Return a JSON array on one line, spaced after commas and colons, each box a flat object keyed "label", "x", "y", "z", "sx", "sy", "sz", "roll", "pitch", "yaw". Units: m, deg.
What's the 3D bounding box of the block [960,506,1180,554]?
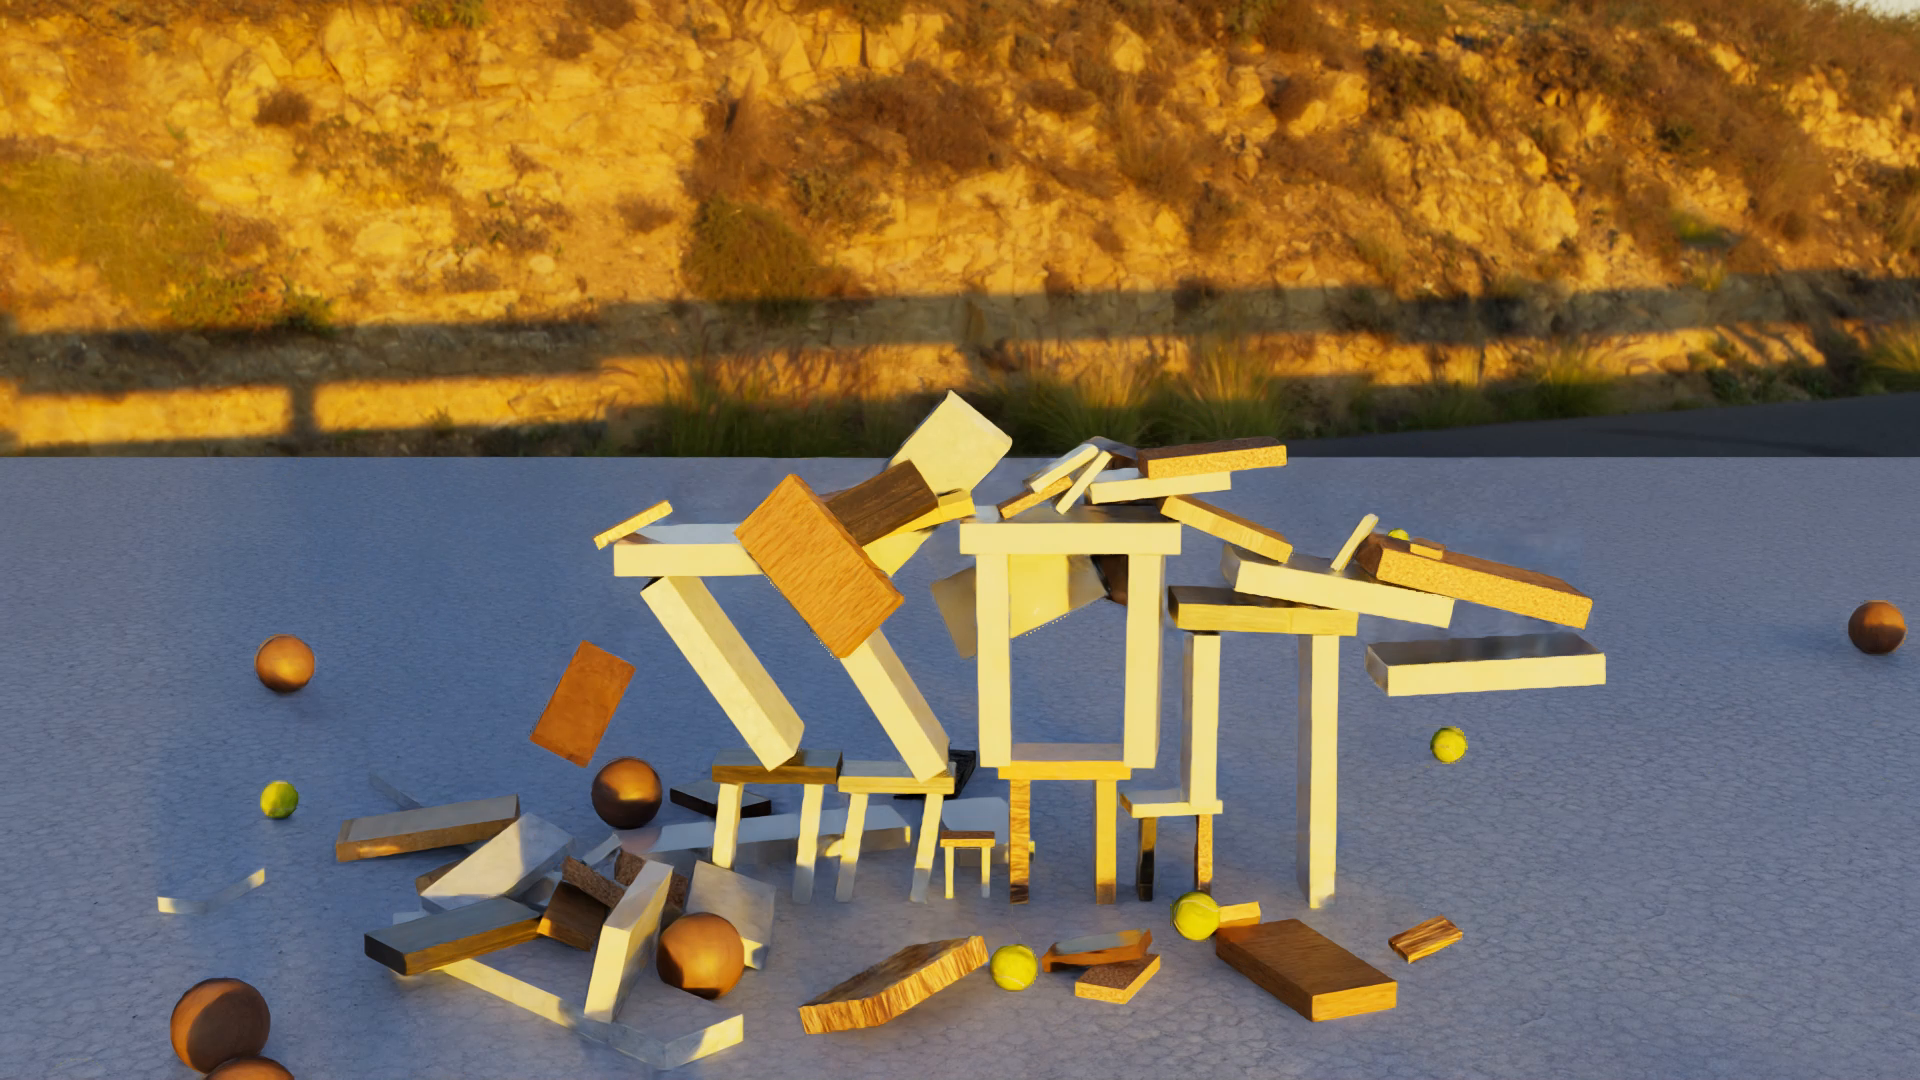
[{"label": "block", "x": 0.174, "y": -0.018, "z": 3.557, "sx": 0.348, "sy": 0.049, "sz": 0.174, "roll": 0, "pitch": 10, "yaw": 0}]

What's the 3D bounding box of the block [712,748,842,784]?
[{"label": "block", "x": -0.301, "y": 0.373, "z": 3.633, "sx": 0.203, "sy": 0.029, "sz": 0.102, "roll": 1, "pitch": 11, "yaw": 3}]

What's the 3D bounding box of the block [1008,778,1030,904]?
[{"label": "block", "x": 0.098, "y": 0.484, "z": 3.652, "sx": 0.030, "sy": 0.214, "sz": 0.107, "roll": 0, "pitch": 10, "yaw": 0}]

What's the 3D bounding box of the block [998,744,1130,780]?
[{"label": "block", "x": 0.171, "y": 0.364, "z": 3.627, "sx": 0.214, "sy": 0.030, "sz": 0.107, "roll": 0, "pitch": 10, "yaw": 1}]

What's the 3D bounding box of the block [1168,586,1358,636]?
[{"label": "block", "x": 0.489, "y": 0.114, "z": 3.574, "sx": 0.286, "sy": 0.041, "sz": 0.143, "roll": 2, "pitch": 10, "yaw": -2}]

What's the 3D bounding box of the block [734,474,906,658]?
[{"label": "block", "x": -0.220, "y": 0.040, "z": 3.410, "sx": 0.265, "sy": 0.132, "sz": 0.037, "roll": 49, "pitch": 15, "yaw": 16}]

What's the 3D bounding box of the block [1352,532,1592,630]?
[{"label": "block", "x": 0.829, "y": 0.062, "z": 3.577, "sx": 0.348, "sy": 0.049, "sz": 0.174, "roll": 14, "pitch": 10, "yaw": -4}]

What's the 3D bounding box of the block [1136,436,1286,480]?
[{"label": "block", "x": 0.401, "y": -0.132, "z": 3.515, "sx": 0.220, "sy": 0.031, "sz": 0.110, "roll": -6, "pitch": 12, "yaw": -3}]

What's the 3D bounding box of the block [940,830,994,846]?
[{"label": "block", "x": 0.013, "y": 0.496, "z": 3.649, "sx": 0.090, "sy": 0.013, "sz": 0.045, "roll": 0, "pitch": 11, "yaw": 0}]

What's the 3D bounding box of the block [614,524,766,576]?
[{"label": "block", "x": -0.367, "y": 0.015, "z": 3.570, "sx": 0.356, "sy": 0.050, "sz": 0.178, "roll": -1, "pitch": 10, "yaw": 2}]

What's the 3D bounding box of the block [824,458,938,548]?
[{"label": "block", "x": -0.133, "y": -0.051, "z": 3.484, "sx": 0.177, "sy": 0.089, "sz": 0.025, "roll": -28, "pitch": -26, "yaw": -13}]

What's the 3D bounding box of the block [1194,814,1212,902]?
[{"label": "block", "x": 0.405, "y": 0.515, "z": 3.657, "sx": 0.021, "sy": 0.151, "sz": 0.076, "roll": 0, "pitch": 11, "yaw": 2}]

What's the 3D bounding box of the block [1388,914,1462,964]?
[{"label": "block", "x": 0.718, "y": 0.615, "z": 3.394, "sx": 0.101, "sy": 0.014, "sz": 0.050, "roll": -20, "pitch": 31, "yaw": -20}]

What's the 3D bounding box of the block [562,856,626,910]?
[{"label": "block", "x": -0.562, "y": 0.545, "z": 3.440, "sx": 0.133, "sy": 0.019, "sz": 0.067, "roll": 35, "pitch": 1, "yaw": -17}]

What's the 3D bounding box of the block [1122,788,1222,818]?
[{"label": "block", "x": 0.349, "y": 0.433, "z": 3.627, "sx": 0.151, "sy": 0.021, "sz": 0.076, "roll": -2, "pitch": 11, "yaw": -10}]

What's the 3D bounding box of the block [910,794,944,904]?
[{"label": "block", "x": -0.054, "y": 0.497, "z": 3.651, "sx": 0.027, "sy": 0.187, "sz": 0.094, "roll": 9, "pitch": 11, "yaw": 0}]

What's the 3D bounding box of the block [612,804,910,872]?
[{"label": "block", "x": -0.350, "y": 0.529, "z": 3.890, "sx": 0.507, "sy": 0.039, "sz": 0.137, "roll": -3, "pitch": 11, "yaw": -18}]

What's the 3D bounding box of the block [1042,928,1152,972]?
[{"label": "block", "x": 0.208, "y": 0.621, "z": 3.331, "sx": 0.154, "sy": 0.022, "sz": 0.077, "roll": -13, "pitch": 5, "yaw": 20}]

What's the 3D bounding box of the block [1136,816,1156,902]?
[{"label": "block", "x": 0.310, "y": 0.515, "z": 3.656, "sx": 0.021, "sy": 0.151, "sz": 0.076, "roll": 2, "pitch": 11, "yaw": 0}]

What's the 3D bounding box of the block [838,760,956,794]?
[{"label": "block", "x": -0.102, "y": 0.391, "z": 3.631, "sx": 0.187, "sy": 0.027, "sz": 0.094, "roll": 1, "pitch": 11, "yaw": 3}]

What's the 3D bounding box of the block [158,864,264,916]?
[{"label": "block", "x": -1.242, "y": 0.581, "z": 3.653, "sx": 0.085, "sy": 0.024, "sz": 0.170, "roll": 3, "pitch": 11, "yaw": 15}]

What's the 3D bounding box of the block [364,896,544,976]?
[{"label": "block", "x": -0.762, "y": 0.597, "z": 3.325, "sx": 0.238, "sy": 0.034, "sz": 0.119, "roll": -10, "pitch": 14, "yaw": -43}]

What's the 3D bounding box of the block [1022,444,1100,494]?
[{"label": "block", "x": 0.160, "y": -0.115, "z": 3.513, "sx": 0.121, "sy": 0.017, "sz": 0.060, "roll": -32, "pitch": 11, "yaw": -8}]

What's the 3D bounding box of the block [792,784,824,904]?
[{"label": "block", "x": -0.251, "y": 0.489, "z": 3.650, "sx": 0.029, "sy": 0.203, "sz": 0.102, "roll": 6, "pitch": 10, "yaw": -2}]

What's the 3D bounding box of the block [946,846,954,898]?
[{"label": "block", "x": -0.017, "y": 0.546, "z": 3.659, "sx": 0.013, "sy": 0.090, "sz": 0.045, "roll": 0, "pitch": 11, "yaw": 0}]

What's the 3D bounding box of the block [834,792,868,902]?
[{"label": "block", "x": -0.179, "y": 0.497, "z": 3.652, "sx": 0.027, "sy": 0.187, "sz": 0.094, "roll": 9, "pitch": 10, "yaw": -2}]

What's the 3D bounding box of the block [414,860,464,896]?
[{"label": "block", "x": -0.790, "y": 0.551, "z": 3.653, "sx": 0.207, "sy": 0.029, "sz": 0.103, "roll": -11, "pitch": 3, "yaw": 26}]

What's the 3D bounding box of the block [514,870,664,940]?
[{"label": "block", "x": -0.632, "y": 0.590, "z": 3.565, "sx": 0.275, "sy": 0.039, "sz": 0.137, "roll": 6, "pitch": 12, "yaw": 29}]

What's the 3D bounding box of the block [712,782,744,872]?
[{"label": "block", "x": -0.388, "y": 0.489, "z": 3.652, "sx": 0.029, "sy": 0.203, "sz": 0.102, "roll": 7, "pitch": 11, "yaw": 0}]

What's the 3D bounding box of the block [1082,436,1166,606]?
[{"label": "block", "x": 0.277, "y": -0.025, "z": 3.733, "sx": 0.040, "sy": 0.282, "sz": 0.141, "roll": -25, "pitch": 32, "yaw": -37}]

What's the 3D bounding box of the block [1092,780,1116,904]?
[{"label": "block", "x": 0.239, "y": 0.484, "z": 3.651, "sx": 0.030, "sy": 0.214, "sz": 0.107, "roll": -1, "pitch": 10, "yaw": 0}]

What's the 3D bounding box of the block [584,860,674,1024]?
[{"label": "block", "x": -0.473, "y": 0.572, "z": 3.157, "sx": 0.039, "sy": 0.138, "sz": 0.276, "roll": 14, "pitch": 11, "yaw": 2}]

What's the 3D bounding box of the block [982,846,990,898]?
[{"label": "block", "x": 0.043, "y": 0.546, "z": 3.659, "sx": 0.013, "sy": 0.090, "sz": 0.045, "roll": 0, "pitch": 11, "yaw": 0}]

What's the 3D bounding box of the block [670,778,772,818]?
[{"label": "block", "x": -0.451, "y": 0.490, "z": 4.133, "sx": 0.095, "sy": 0.027, "sz": 0.190, "roll": -9, "pitch": 14, "yaw": -42}]
